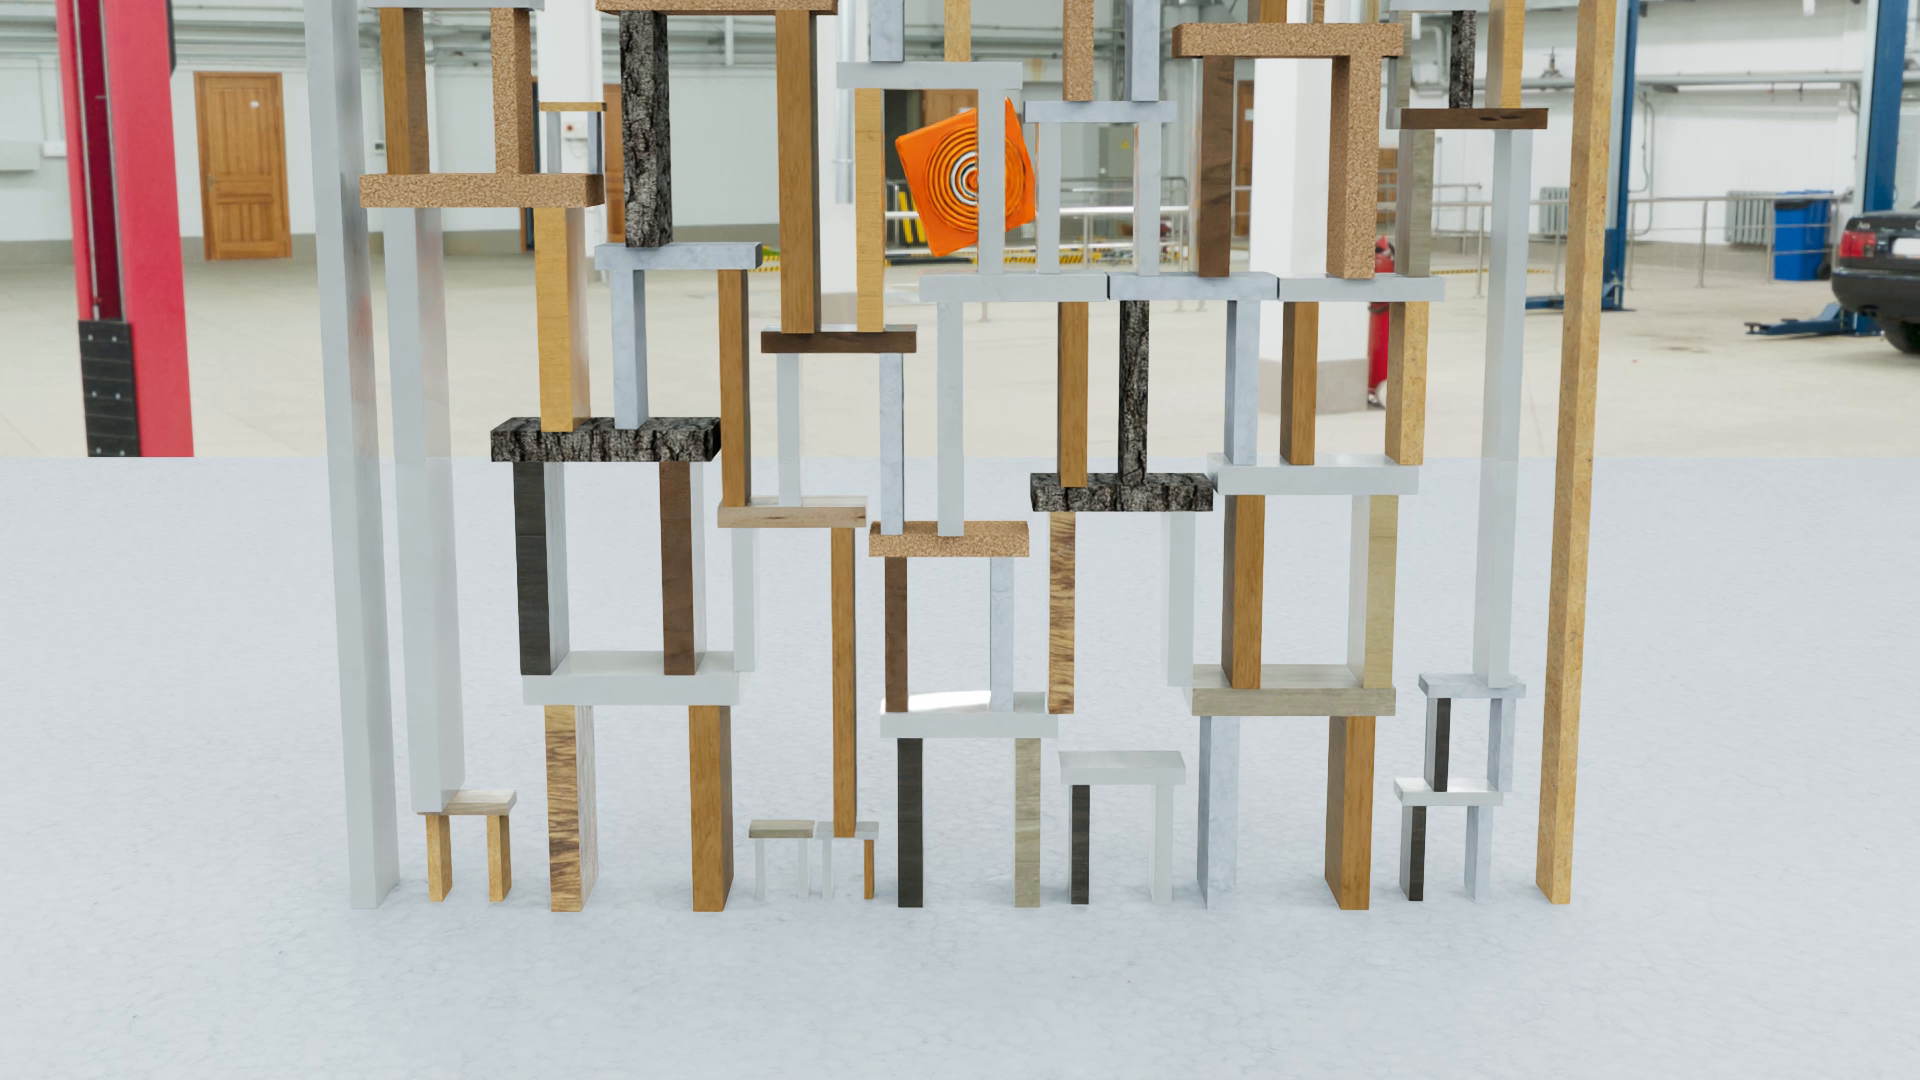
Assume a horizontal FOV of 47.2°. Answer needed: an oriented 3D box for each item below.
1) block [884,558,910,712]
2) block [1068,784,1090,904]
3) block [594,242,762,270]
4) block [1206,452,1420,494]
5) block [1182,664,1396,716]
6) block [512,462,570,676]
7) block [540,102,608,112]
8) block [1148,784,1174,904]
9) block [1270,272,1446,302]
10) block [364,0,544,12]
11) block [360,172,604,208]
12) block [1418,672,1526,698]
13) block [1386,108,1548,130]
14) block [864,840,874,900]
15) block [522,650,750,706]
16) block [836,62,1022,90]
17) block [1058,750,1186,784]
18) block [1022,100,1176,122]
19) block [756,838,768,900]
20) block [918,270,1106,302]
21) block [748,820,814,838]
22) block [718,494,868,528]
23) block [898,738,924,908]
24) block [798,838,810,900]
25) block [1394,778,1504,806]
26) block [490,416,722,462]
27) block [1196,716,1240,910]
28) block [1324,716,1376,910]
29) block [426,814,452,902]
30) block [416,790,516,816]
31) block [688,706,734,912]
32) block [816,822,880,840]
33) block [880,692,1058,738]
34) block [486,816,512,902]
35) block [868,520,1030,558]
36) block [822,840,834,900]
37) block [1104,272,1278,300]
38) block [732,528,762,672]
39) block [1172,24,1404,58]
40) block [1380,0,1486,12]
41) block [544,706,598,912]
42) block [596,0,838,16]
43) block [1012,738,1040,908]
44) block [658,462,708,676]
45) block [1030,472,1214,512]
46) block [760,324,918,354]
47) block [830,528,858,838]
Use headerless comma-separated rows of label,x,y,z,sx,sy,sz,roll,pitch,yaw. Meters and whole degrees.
block,-0.102,0.141,3.591,0.036,0.256,0.128,0,11,0
block,0.197,0.490,3.648,0.029,0.204,0.102,0,11,0
block,-0.443,-0.450,3.478,0.250,0.035,0.125,0,11,0
block,0.563,-0.108,3.535,0.315,0.045,0.157,0,11,0
block,0.536,0.246,3.608,0.327,0.046,0.163,0,11,0
block,-0.678,0.031,3.569,0.049,0.345,0.172,0,11,0
block,-0.602,-0.675,3.429,0.096,0.014,0.048,0,11,1
block,0.333,0.490,3.648,0.029,0.204,0.102,0,11,0
block,0.626,-0.401,3.482,0.257,0.036,0.129,0,11,0
block,-0.781,-0.839,3.402,0.251,0.036,0.126,0,11,0
block,-0.746,-0.550,3.453,0.346,0.049,0.173,0,11,0
block,0.839,0.239,3.608,0.158,0.022,0.079,0,11,0
block,0.790,-0.658,3.438,0.227,0.032,0.113,0,11,0
block,-0.151,0.540,3.657,0.015,0.103,0.052,0,11,0
block,-0.526,0.225,3.602,0.346,0.049,0.173,0,11,0
block,-0.047,-0.722,3.423,0.283,0.040,0.142,0,11,0
block,0.265,0.375,3.627,0.204,0.029,0.102,0,11,0
block,0.216,-0.669,3.439,0.232,0.033,0.116,0,11,0
block,-0.330,0.538,3.659,0.015,0.105,0.053,0,11,0
block,0.082,-0.404,3.484,0.292,0.041,0.146,0,11,0
block,-0.295,0.479,3.648,0.105,0.015,0.053,0,11,0
block,-0.267,-0.047,3.548,0.236,0.033,0.118,0,11,0
block,-0.081,0.448,3.647,0.041,0.287,0.144,0,11,0
block,-0.260,0.538,3.659,0.015,0.105,0.053,0,11,0
block,0.808,0.417,3.641,0.164,0.023,0.082,0,11,0
block,-0.563,-0.162,3.533,0.345,0.049,0.172,0,11,0
block,0.427,0.429,3.642,0.046,0.327,0.163,0,11,0
block,0.645,0.429,3.642,0.046,0.327,0.163,0,11,0
block,-0.865,0.517,3.652,0.021,0.149,0.075,0,11,0
block,-0.815,0.433,3.637,0.149,0.021,0.075,0,11,0
block,-0.411,0.420,3.637,0.049,0.347,0.173,0,11,0
block,-0.186,0.481,3.647,0.104,0.015,0.052,0,11,0
block,0.015,0.287,3.617,0.287,0.041,0.144,0,11,0
block,-0.765,0.517,3.652,0.021,0.149,0.075,0,11,0
block,-0.017,-0.002,3.564,0.256,0.036,0.128,0,11,0
block,-0.220,0.540,3.656,0.015,0.104,0.052,0,11,0
block,0.363,-0.403,3.482,0.259,0.037,0.130,0,11,0
block,-0.346,0.086,3.572,0.033,0.236,0.118,0,11,0
block,0.505,-0.775,3.419,0.336,0.048,0.168,0,11,0
block,0.732,-0.830,3.408,0.148,0.021,0.074,0,11,0
block,-0.641,0.420,3.637,0.049,0.347,0.173,0,11,0
block,-0.372,-0.842,3.403,0.356,0.050,0.178,0,11,0
block,0.110,0.448,3.647,0.041,0.287,0.144,0,11,0
block,-0.448,0.031,3.568,0.049,0.345,0.172,0,11,0
block,0.258,-0.078,3.548,0.285,0.040,0.143,0,11,0
block,-0.190,-0.321,3.502,0.244,0.035,0.122,0,11,0
block,-0.189,0.222,3.598,0.033,0.513,0.118,0,11,0
